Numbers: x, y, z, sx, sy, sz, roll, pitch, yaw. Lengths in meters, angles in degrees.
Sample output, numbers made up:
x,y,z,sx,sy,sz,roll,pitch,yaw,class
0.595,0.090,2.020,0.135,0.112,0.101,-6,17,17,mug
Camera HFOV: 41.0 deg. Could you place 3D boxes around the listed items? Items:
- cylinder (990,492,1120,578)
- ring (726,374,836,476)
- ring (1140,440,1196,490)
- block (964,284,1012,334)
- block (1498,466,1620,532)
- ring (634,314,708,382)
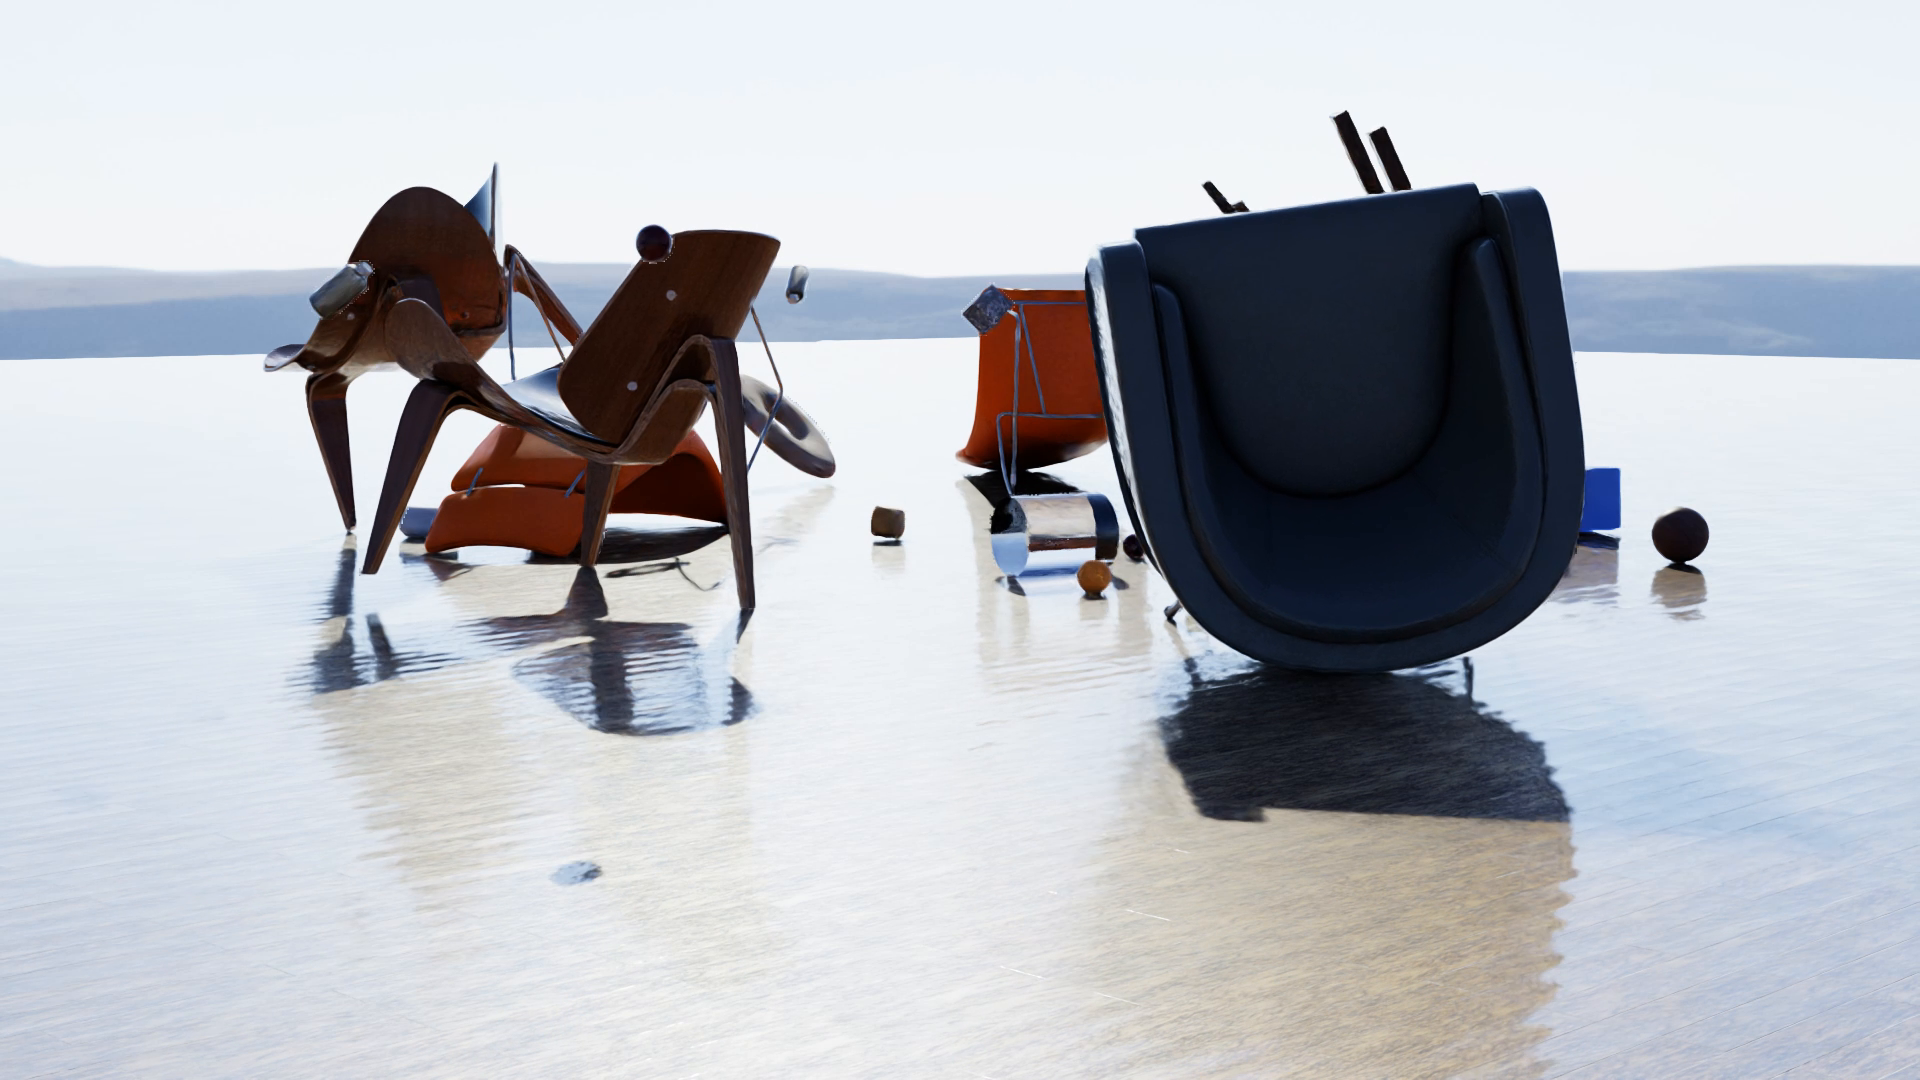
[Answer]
x,y,z,sx,sy,sz,roll,pitch,yaw,class
0.209,-0.013,5.674,0.230,0.178,0.169,-3,-12,-30,cylinder
-0.576,-0.368,8.251,0.466,0.066,0.436,39,16,-18,ring
0.633,-0.227,7.787,0.170,0.087,0.242,7,-23,24,ring
0.083,-0.686,7.635,0.098,0.088,0.080,-50,6,-35,block
1.549,-0.108,6.638,0.166,0.158,0.265,-4,5,-36,block
-0.745,-0.493,6.600,0.242,0.086,0.039,42,6,-4,ring
